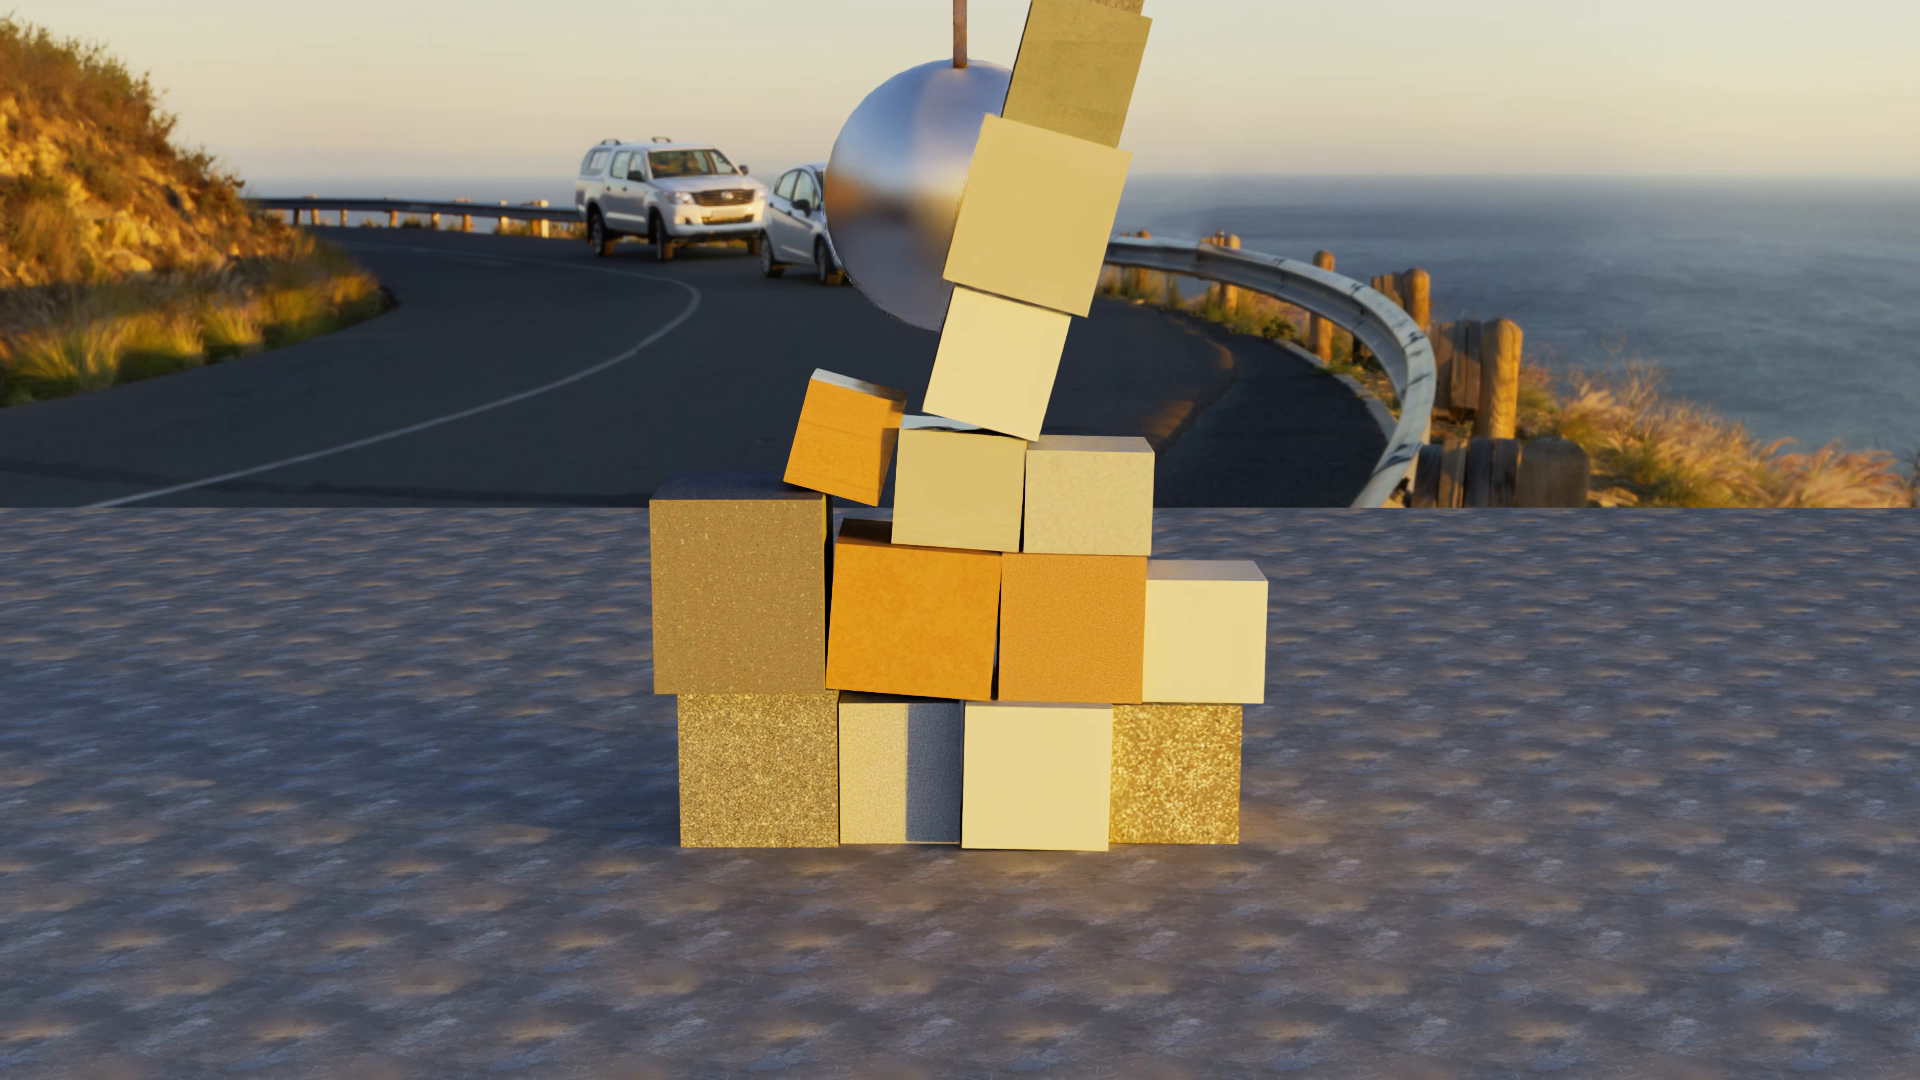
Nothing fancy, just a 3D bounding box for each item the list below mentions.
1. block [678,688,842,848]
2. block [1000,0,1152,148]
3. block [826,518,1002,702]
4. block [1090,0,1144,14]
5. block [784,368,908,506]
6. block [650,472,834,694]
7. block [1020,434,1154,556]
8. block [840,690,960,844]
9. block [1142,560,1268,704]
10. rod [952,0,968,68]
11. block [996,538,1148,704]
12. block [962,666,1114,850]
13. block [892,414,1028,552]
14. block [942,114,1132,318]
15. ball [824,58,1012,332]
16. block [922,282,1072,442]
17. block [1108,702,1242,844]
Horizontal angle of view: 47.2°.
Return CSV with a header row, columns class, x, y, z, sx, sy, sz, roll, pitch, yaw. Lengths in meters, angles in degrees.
class,x,y,z,sx,sy,sz,roll,pitch,yaw
block,-1.010,1.074,11.392,0.789,0.811,0.814,0,10,0
block,0.558,-2.301,10.774,0.571,0.631,0.605,15,10,-3
block,-0.231,0.343,11.257,0.822,0.735,0.753,5,10,-1
block,0.712,-2.805,10.640,0.425,0.452,0.420,15,10,-3
block,-0.572,-0.523,11.098,0.485,0.528,0.508,15,10,-3
block,-1.089,0.199,11.220,0.837,0.972,0.931,0,10,0
block,0.636,-0.235,11.149,0.631,0.514,0.586,1,10,0
block,-0.303,1.114,11.400,0.604,0.729,0.690,0,10,0
block,1.223,0.461,11.256,0.609,0.625,0.538,1,10,0
rod,0.000,-4.940,11.196,0.080,5.200,0.080,0,31,0
block,0.558,0.384,11.255,0.717,0.746,0.662,1,10,0
block,0.384,1.111,11.368,0.732,0.731,0.873,1,10,0
block,-0.006,-0.293,11.135,0.631,0.573,0.570,4,10,-1
block,0.368,-1.613,10.874,0.727,0.810,0.678,15,10,-3
ball,0.000,-2.012,12.923,1.600,1.600,1.600,0,10,0
block,0.180,-0.918,10.998,0.586,0.651,0.590,15,10,-3
block,1.083,1.120,11.390,0.653,0.718,0.689,0,10,0
